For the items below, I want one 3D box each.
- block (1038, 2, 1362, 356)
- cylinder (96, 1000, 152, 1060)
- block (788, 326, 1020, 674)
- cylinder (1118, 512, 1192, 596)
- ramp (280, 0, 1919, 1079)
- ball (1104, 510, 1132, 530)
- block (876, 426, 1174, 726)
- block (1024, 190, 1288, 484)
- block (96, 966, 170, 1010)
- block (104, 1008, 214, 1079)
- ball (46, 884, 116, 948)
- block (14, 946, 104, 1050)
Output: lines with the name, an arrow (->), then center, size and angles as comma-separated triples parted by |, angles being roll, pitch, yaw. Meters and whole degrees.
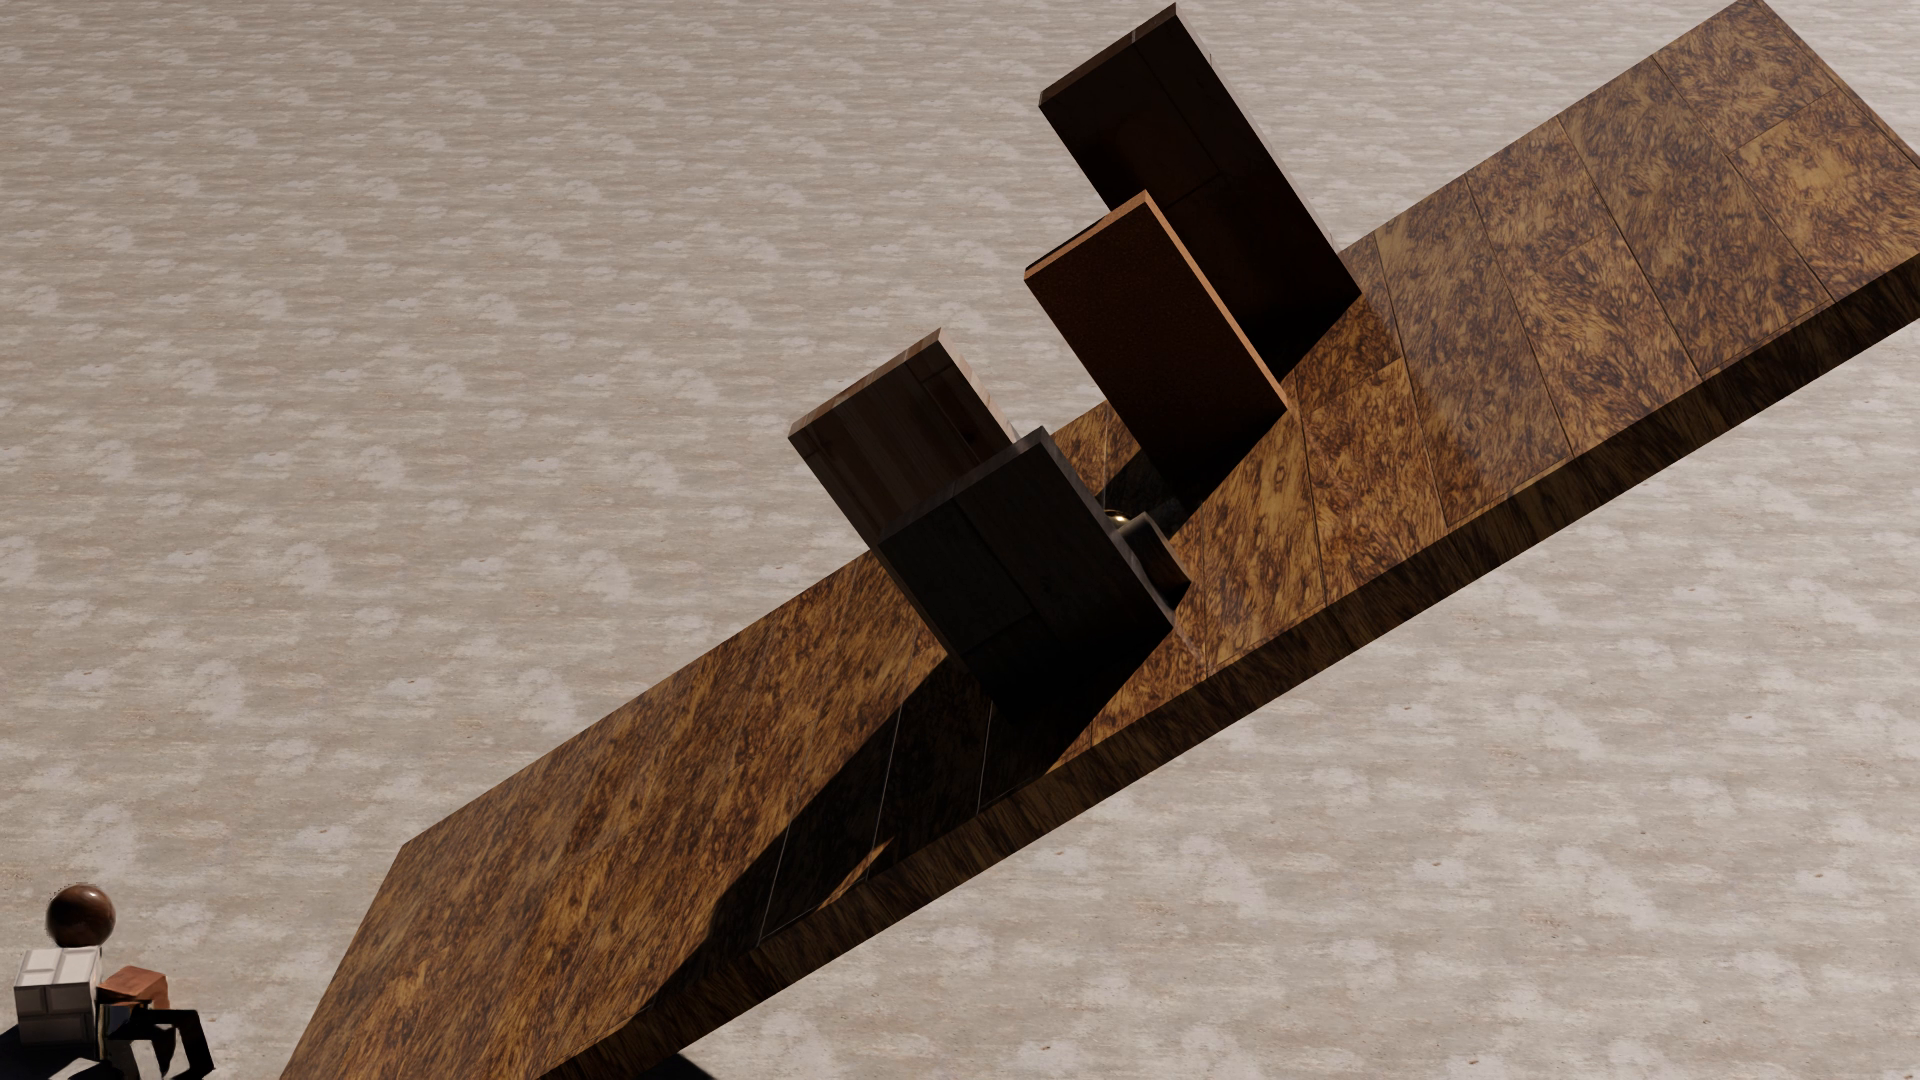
block -> 0.543, -0.783, 6.621 | 0.364, 0.759, 0.146 | -32, 16, 15
cylinder -> -1.948, 1.141, 6.853 | 0.127, 0.127, 0.127 | 1, -3, 0
block -> -0.015, -0.074, 5.989 | 0.372, 0.623, 0.089 | -32, 16, 15
cylinder -> 0.337, 0.056, 5.716 | 0.162, 0.162, 0.162 | -34, 21, 7
ramp -> 0.136, 0.173, 6.304 | 4.000, 0.100, 2.000 | -32, 16, 15
ball -> 0.295, 0.025, 5.879 | 0.173, 0.173, 0.173 | 0, 21, 0
block -> 0.127, 0.071, 5.587 | 0.372, 0.447, 0.096 | -32, 16, 15
block -> 0.417, -0.429, 6.249 | 0.306, 0.545, 0.100 | -32, 16, 15
block -> -1.974, 1.102, 7.029 | 0.113, 0.113, 0.113 | 9, 23, 22
block -> -1.834, 1.177, 6.738 | 0.151, 0.151, 0.151 | -4, 17, 30
ball -> -2.198, 0.946, 7.354 | 0.169, 0.169, 0.169 | 0, 21, 0
block -> -2.135, 1.087, 6.985 | 0.172, 0.172, 0.172 | -3, 21, -7
